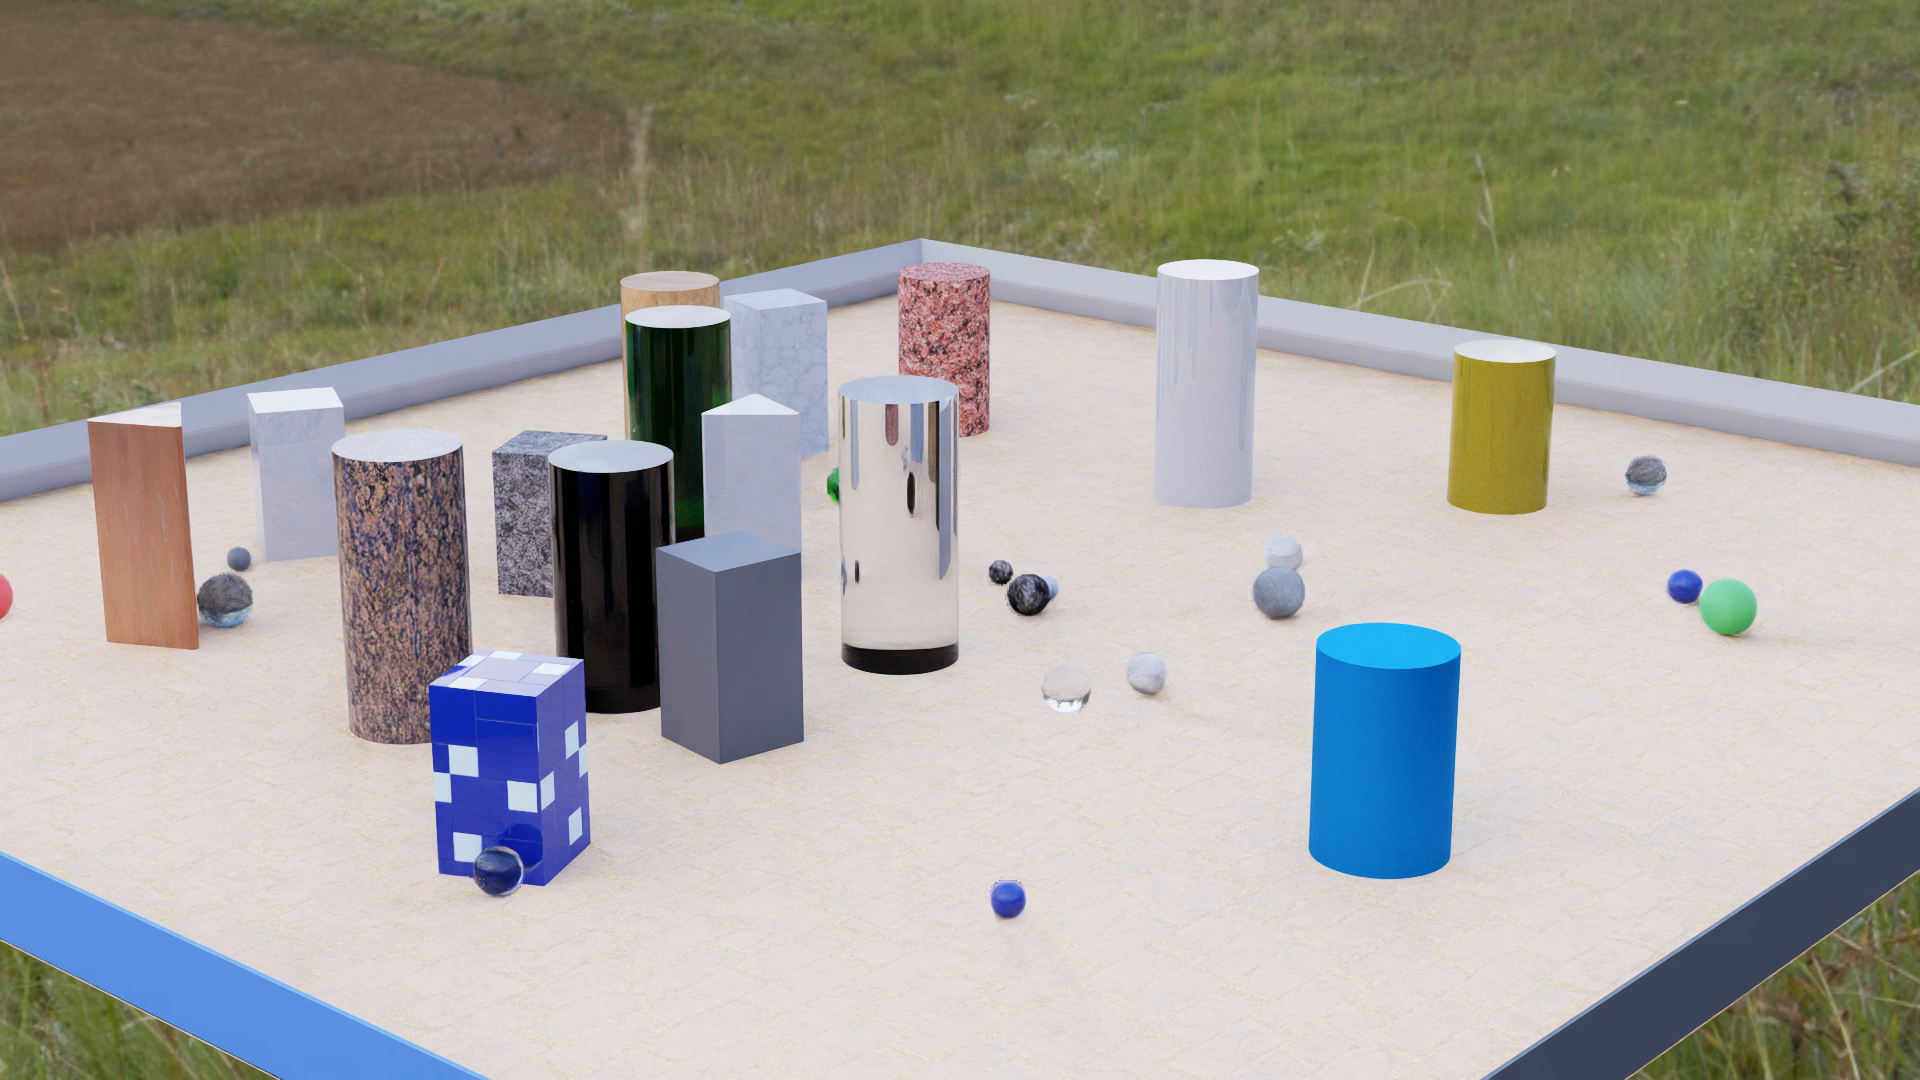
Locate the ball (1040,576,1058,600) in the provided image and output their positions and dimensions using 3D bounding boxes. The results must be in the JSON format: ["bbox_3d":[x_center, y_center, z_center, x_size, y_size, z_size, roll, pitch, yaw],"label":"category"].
[{"bbox_3d":[0.149,0.084,5.090,0.045,0.045,0.045,0,17,0],"label":"ball"}]

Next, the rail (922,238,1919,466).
[{"bbox_3d":[1.231,-0.378,6.477,3.568,0.126,0.045,14,22,39],"label":"rail"}]

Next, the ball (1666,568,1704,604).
[{"bbox_3d":[1.255,0.080,5.074,0.062,0.062,0.062,0,17,0],"label":"ball"}]

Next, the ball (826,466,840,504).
[{"bbox_3d":[-0.218,-0.106,5.659,0.079,0.079,0.079,0,17,0],"label":"ball"}]

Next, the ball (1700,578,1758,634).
[{"bbox_3d":[1.287,0.111,4.911,0.095,0.095,0.095,0,17,0],"label":"ball"}]

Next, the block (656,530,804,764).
[{"bbox_3d":[-0.345,0.158,4.403,0.155,0.299,0.155,-13,21,-37],"label":"block"}]

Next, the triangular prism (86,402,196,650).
[{"bbox_3d":[-1.323,-0.027,4.878,0.167,0.380,0.145,5,17,15],"label":"triangular prism"}]

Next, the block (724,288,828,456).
[{"bbox_3d":[-0.377,-0.340,6.025,0.155,0.317,0.155,-10,20,-31],"label":"block"}]

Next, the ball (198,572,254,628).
[{"bbox_3d":[-1.240,0.101,4.950,0.093,0.093,0.093,0,17,0],"label":"ball"}]

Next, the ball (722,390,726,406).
[{"bbox_3d":[-0.539,-0.305,6.338,0.068,0.068,0.068,0,17,0],"label":"ball"}]

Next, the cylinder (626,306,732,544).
[{"bbox_3d":[-0.516,-0.212,5.431,0.193,0.414,0.193,0,17,0],"label":"cylinder"}]

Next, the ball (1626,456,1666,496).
[{"bbox_3d":[1.341,-0.127,5.730,0.078,0.078,0.078,0,17,0],"label":"ball"}]

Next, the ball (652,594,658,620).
[{"bbox_3d":[-0.485,0.113,4.949,0.071,0.071,0.071,0,17,0],"label":"ball"}]

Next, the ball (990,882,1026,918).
[{"bbox_3d":[0.063,0.468,3.812,0.048,0.048,0.048,0,17,0],"label":"ball"}]

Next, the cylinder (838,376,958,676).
[{"bbox_3d":[-0.098,-0.025,4.751,0.193,0.450,0.193,0,17,0],"label":"cylinder"}]

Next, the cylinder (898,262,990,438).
[{"bbox_3d":[-0.034,-0.402,6.196,0.193,0.336,0.193,0,17,0],"label":"cylinder"}]

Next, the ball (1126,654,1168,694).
[{"bbox_3d":[0.296,0.212,4.634,0.064,0.064,0.064,0,17,0],"label":"ball"}]

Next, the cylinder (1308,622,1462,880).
[{"bbox_3d":[0.576,0.284,3.986,0.193,0.299,0.193,0,17,0],"label":"cylinder"}]

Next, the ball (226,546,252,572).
[{"bbox_3d":[-1.292,0.035,5.254,0.044,0.044,0.044,0,17,0],"label":"ball"}]

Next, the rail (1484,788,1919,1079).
[{"bbox_3d":[1.329,0.365,4.015,0.045,0.126,3.801,14,22,39],"label":"rail"}]

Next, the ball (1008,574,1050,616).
[{"bbox_3d":[0.117,0.093,5.012,0.072,0.072,0.072,0,17,0],"label":"ball"}]

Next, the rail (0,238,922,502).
[{"bbox_3d":[-1.329,-0.302,6.225,0.045,0.126,3.801,14,22,39],"label":"rail"}]

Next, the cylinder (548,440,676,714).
[{"bbox_3d":[-0.540,0.056,4.587,0.193,0.389,0.193,0,17,0],"label":"cylinder"}]

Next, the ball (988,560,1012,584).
[{"bbox_3d":[0.072,0.057,5.180,0.043,0.043,0.043,0,17,0],"label":"ball"}]

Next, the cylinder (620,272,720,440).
[{"bbox_3d":[-0.568,-0.315,5.798,0.193,0.400,0.193,0,17,0],"label":"cylinder"}]

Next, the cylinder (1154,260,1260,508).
[{"bbox_3d":[0.475,-0.303,5.672,0.193,0.448,0.193,0,17,0],"label":"cylinder"}]

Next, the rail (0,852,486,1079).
[{"bbox_3d":[-1.231,0.441,3.763,3.568,0.126,0.045,14,22,39],"label":"rail"}]

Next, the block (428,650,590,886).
[{"bbox_3d":[-0.607,0.306,3.966,0.155,0.269,0.155,5,17,16],"label":"block"}]

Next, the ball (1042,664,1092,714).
[{"bbox_3d":[0.165,0.230,4.548,0.077,0.077,0.077,0,17,0],"label":"ball"}]

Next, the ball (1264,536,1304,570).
[{"bbox_3d":[0.579,0.026,5.238,0.070,0.070,0.070,0,17,0],"label":"ball"}]

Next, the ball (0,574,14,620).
[{"bbox_3d":[-1.653,0.096,4.964,0.094,0.094,0.094,0,17,0],"label":"ball"}]

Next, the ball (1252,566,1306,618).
[{"bbox_3d":[0.544,0.089,4.996,0.090,0.090,0.090,0,17,0],"label":"ball"}]

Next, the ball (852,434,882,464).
[{"bbox_3d":[-0.188,-0.185,5.957,0.059,0.059,0.059,0,17,0],"label":"ball"}]

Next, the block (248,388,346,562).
[{"bbox_3d":[-1.208,-0.121,5.366,0.155,0.278,0.155,-6,18,-18],"label":"block"}]

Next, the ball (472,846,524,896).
[{"bbox_3d":[-0.611,0.438,3.880,0.067,0.067,0.067,0,17,0],"label":"ball"}]

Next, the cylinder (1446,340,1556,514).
[{"bbox_3d":[1.044,-0.219,5.655,0.193,0.299,0.193,0,17,0],"label":"cylinder"}]

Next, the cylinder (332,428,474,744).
[{"bbox_3d":[-0.842,0.069,4.450,0.193,0.442,0.193,0,17,0],"label":"cylinder"}]

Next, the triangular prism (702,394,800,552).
[{"bbox_3d":[-0.366,-0.094,5.228,0.167,0.306,0.145,0,17,0],"label":"triangular prism"}]

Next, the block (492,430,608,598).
[{"bbox_3d":[-0.715,-0.045,5.151,0.155,0.257,0.155,4,17,13],"label":"block"}]
